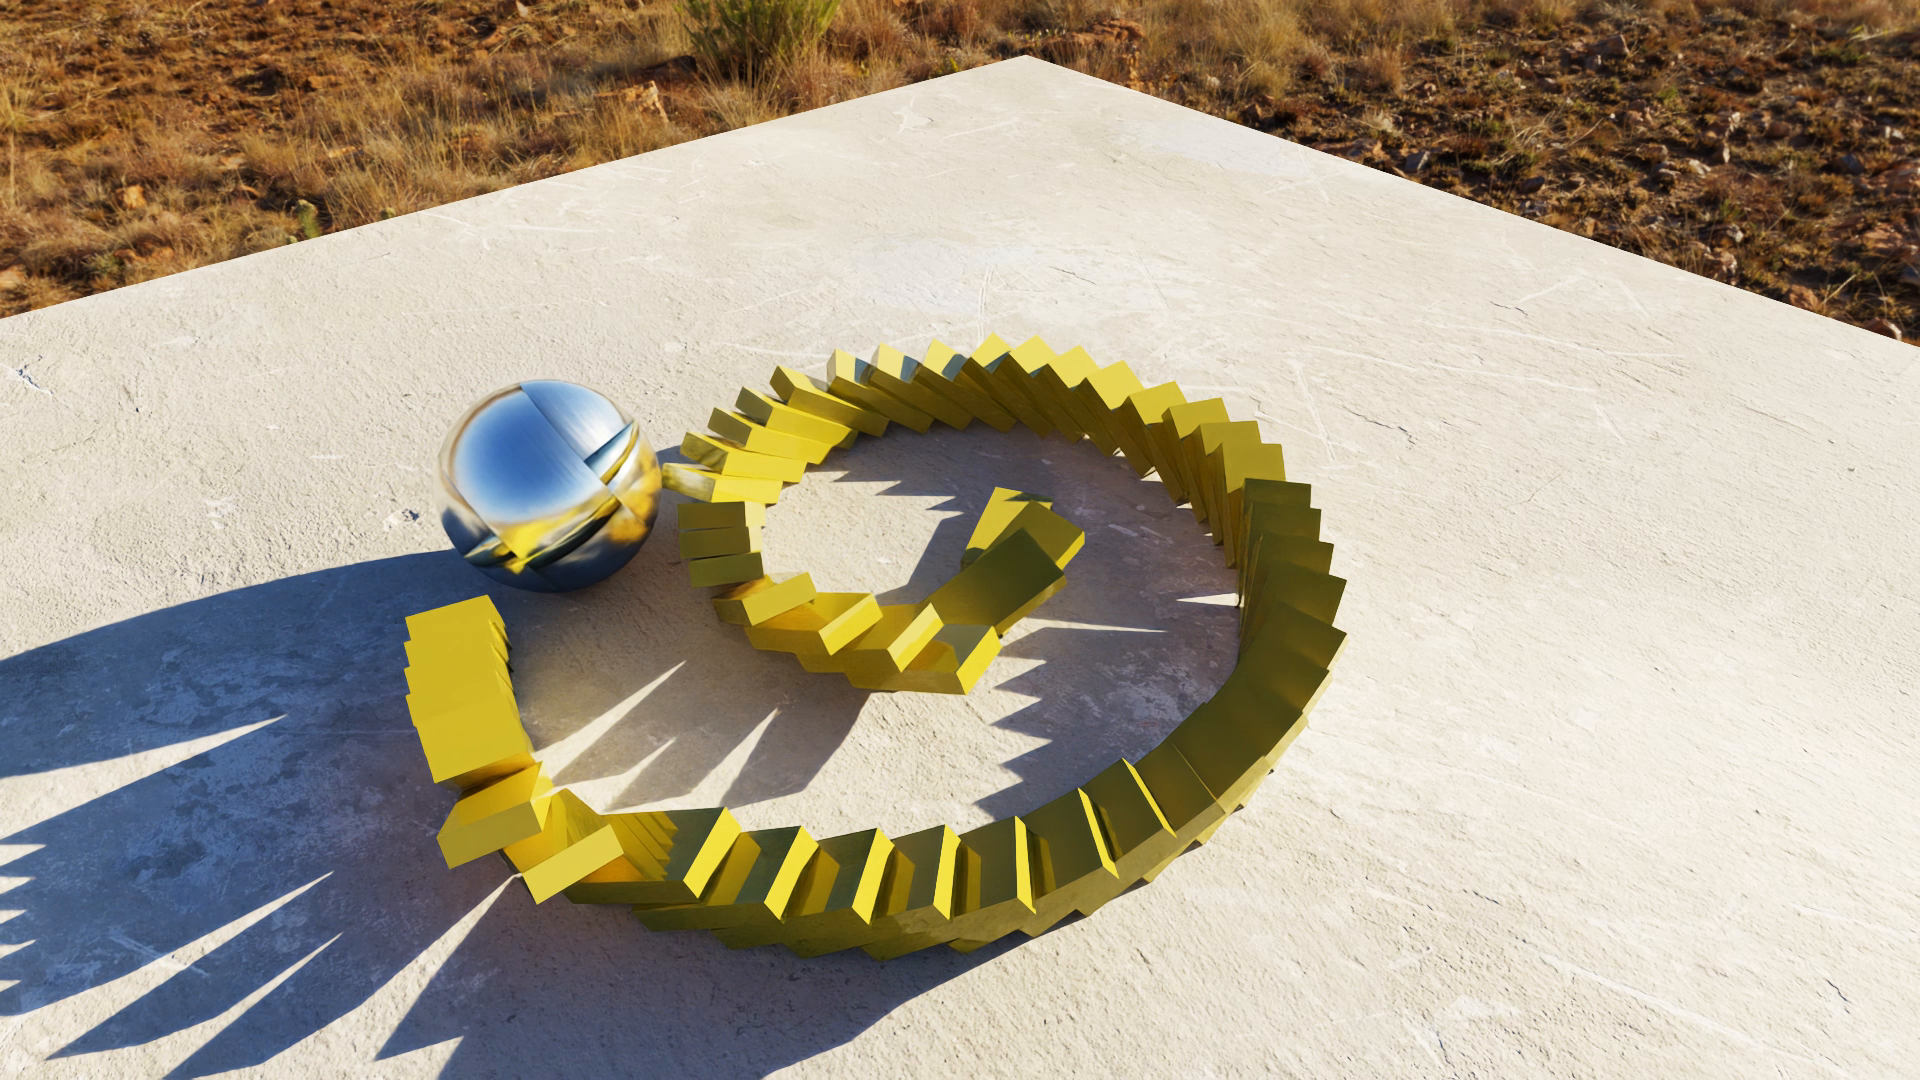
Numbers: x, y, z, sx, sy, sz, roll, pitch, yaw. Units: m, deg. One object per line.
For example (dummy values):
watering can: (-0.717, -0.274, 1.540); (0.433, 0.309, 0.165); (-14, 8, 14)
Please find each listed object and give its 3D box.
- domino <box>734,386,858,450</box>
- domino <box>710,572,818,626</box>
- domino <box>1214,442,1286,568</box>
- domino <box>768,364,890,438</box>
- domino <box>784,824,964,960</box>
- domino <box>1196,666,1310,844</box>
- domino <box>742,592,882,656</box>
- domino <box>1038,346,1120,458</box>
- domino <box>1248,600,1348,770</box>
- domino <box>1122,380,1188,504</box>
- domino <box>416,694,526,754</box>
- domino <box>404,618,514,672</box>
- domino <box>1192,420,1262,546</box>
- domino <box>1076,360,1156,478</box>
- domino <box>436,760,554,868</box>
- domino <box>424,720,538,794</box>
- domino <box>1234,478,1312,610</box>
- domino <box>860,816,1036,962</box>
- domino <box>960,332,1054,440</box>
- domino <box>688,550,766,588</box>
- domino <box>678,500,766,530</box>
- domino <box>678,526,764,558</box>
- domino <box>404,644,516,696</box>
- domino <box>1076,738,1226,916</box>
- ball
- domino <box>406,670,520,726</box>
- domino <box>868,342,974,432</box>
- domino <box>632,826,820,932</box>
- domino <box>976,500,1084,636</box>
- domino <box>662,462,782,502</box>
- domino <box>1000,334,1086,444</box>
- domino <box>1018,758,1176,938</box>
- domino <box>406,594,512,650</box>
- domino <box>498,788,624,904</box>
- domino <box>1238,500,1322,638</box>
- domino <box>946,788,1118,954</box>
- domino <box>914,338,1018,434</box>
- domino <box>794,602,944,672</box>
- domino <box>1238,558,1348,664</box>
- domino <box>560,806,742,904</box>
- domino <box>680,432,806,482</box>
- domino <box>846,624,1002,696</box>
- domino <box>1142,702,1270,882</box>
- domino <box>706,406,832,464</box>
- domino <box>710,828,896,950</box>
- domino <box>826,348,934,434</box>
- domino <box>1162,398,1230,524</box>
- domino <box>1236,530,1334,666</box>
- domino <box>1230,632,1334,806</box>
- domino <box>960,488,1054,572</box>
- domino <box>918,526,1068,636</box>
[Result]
domino: (-0.072, -0.054, 0.486); (0.025, 0.009, 0.050); (34, 15, 38)
domino: (-0.071, 0.021, 0.395); (0.025, 0.010, 0.050); (-24, 8, -23)
domino: (0.117, -0.014, 0.438); (0.025, 0.009, 0.050); (1, 72, -7)
domino: (-0.059, -0.063, 0.498); (0.050, 0.010, 0.025); (16, 21, -37)
domino: (-0.024, 0.098, 0.305); (0.050, 0.010, 0.025); (-22, 33, 24)
domino: (0.082, 0.066, 0.342); (0.050, 0.010, 0.025); (-48, 52, -3)
domino: (-0.053, 0.029, 0.389); (0.025, 0.010, 0.050); (-36, 21, -36)
domino: (0.061, -0.063, 0.500); (0.025, 0.010, 0.050); (-33, 81, -39)
domino: (0.105, 0.048, 0.365); (0.025, 0.010, 0.050); (28, 80, 30)
domino: (0.093, -0.043, 0.477); (0.025, 0.010, 0.050); (-19, 73, -22)
domino: (-0.150, 0.060, 0.342); (0.025, 0.050, 0.010); (-18, 80, -21)
domino: (-0.166, 0.039, 0.367); (0.025, 0.050, 0.009); (-17, 79, -20)
domino: (0.113, -0.024, 0.451); (0.025, 0.009, 0.050); (-4, 73, -9)
domino: (0.077, -0.054, 0.490); (0.025, 0.010, 0.050); (-27, 77, -33)
domino: (-0.135, 0.079, 0.323); (0.025, 0.009, 0.050); (-20, 7, -15)
domino: (-0.144, 0.067, 0.334); (0.025, 0.050, 0.010); (-18, 80, -21)
domino: (0.120, 0.002, 0.421); (0.025, 0.010, 0.050); (6, 72, 7)
domino: (-0.004, 0.097, 0.305); (0.050, 0.010, 0.025); (-25, 36, 21)
domino: (0.027, -0.072, 0.512); (0.050, 0.010, 0.025); (40, 46, -3)
domino: (-0.086, 0.010, 0.408); (0.025, 0.010, 0.050); (-8, 2, -9)
domino: (-0.093, -0.010, 0.432); (0.025, 0.010, 0.050); (-2, 1, -2)
domino: (-0.090, 0.001, 0.420); (0.025, 0.009, 0.050); (-5, 1, -5)
domino: (-0.161, 0.046, 0.358); (0.025, 0.050, 0.010); (-17, 79, -20)
domino: (0.049, 0.084, 0.322); (0.050, 0.010, 0.025); (-38, 45, 3)
ball: (-0.153, -0.020, 0.412); (0.080, 0.080, 0.080); (0, 39, 0)
domino: (-0.157, 0.053, 0.350); (0.025, 0.050, 0.009); (-17, 79, -20)
domino: (-0.018, -0.071, 0.511); (0.050, 0.010, 0.025); (25, 34, -18)
domino: (-0.066, 0.095, 0.309); (0.050, 0.010, 0.025); (-14, 31, 30)
domino: (0.022, 0.010, 0.417); (0.025, 0.009, 0.050); (33, 68, 24)
domino: (-0.097, -0.023, 0.451); (0.025, 0.009, 0.050); (17, 8, 20)
domino: (0.044, -0.070, 0.507); (0.050, 0.009, 0.025); (47, 47, 3)
domino: (0.034, 0.088, 0.315); (0.050, 0.010, 0.025); (-38, 45, 8)
domino: (-0.170, 0.032, 0.376); (0.025, 0.050, 0.010); (-17, 79, -20)
domino: (-0.118, 0.087, 0.318); (0.025, 0.009, 0.050); (-28, 15, -29)
domino: (0.118, 0.012, 0.407); (0.025, 0.010, 0.050); (7, 75, 7)
domino: (0.017, 0.093, 0.308); (0.050, 0.010, 0.025); (-31, 42, 14)
domino: (0.005, -0.072, 0.512); (0.050, 0.010, 0.025); (29, 39, -11)
domino: (-0.032, 0.034, 0.382); (0.050, 0.009, 0.025); (-7, 29, 44)
domino: (0.113, 0.034, 0.380); (0.025, 0.009, 0.050); (19, 78, 17)
domino: (-0.090, 0.091, 0.316); (0.050, 0.009, 0.025); (-11, 33, 28)
domino: (-0.091, -0.035, 0.465); (0.025, 0.010, 0.050); (26, 12, 28)
domino: (-0.013, 0.040, 0.379); (0.050, 0.010, 0.025); (-2, 32, 37)
domino: (0.066, 0.076, 0.332); (0.050, 0.010, 0.025); (-44, 49, -2)
domino: (-0.082, -0.045, 0.476); (0.025, 0.009, 0.050); (29, 12, 32)
domino: (-0.043, 0.097, 0.305); (0.050, 0.010, 0.025); (-19, 31, 28)
domino: (-0.037, -0.069, 0.508); (0.050, 0.010, 0.025); (22, 32, -23)
domino: (0.105, -0.034, 0.464); (0.025, 0.010, 0.050); (-12, 75, -15)
domino: (0.116, 0.024, 0.393); (0.025, 0.010, 0.050); (12, 76, 13)
domino: (0.094, 0.057, 0.353); (0.025, 0.010, 0.050); (33, 83, 33)
domino: (0.020, -0.001, 0.445); (0.025, 0.010, 0.050); (11, 41, 13)
domino: (0.011, 0.020, 0.400); (0.050, 0.010, 0.025); (-36, 63, -7)
